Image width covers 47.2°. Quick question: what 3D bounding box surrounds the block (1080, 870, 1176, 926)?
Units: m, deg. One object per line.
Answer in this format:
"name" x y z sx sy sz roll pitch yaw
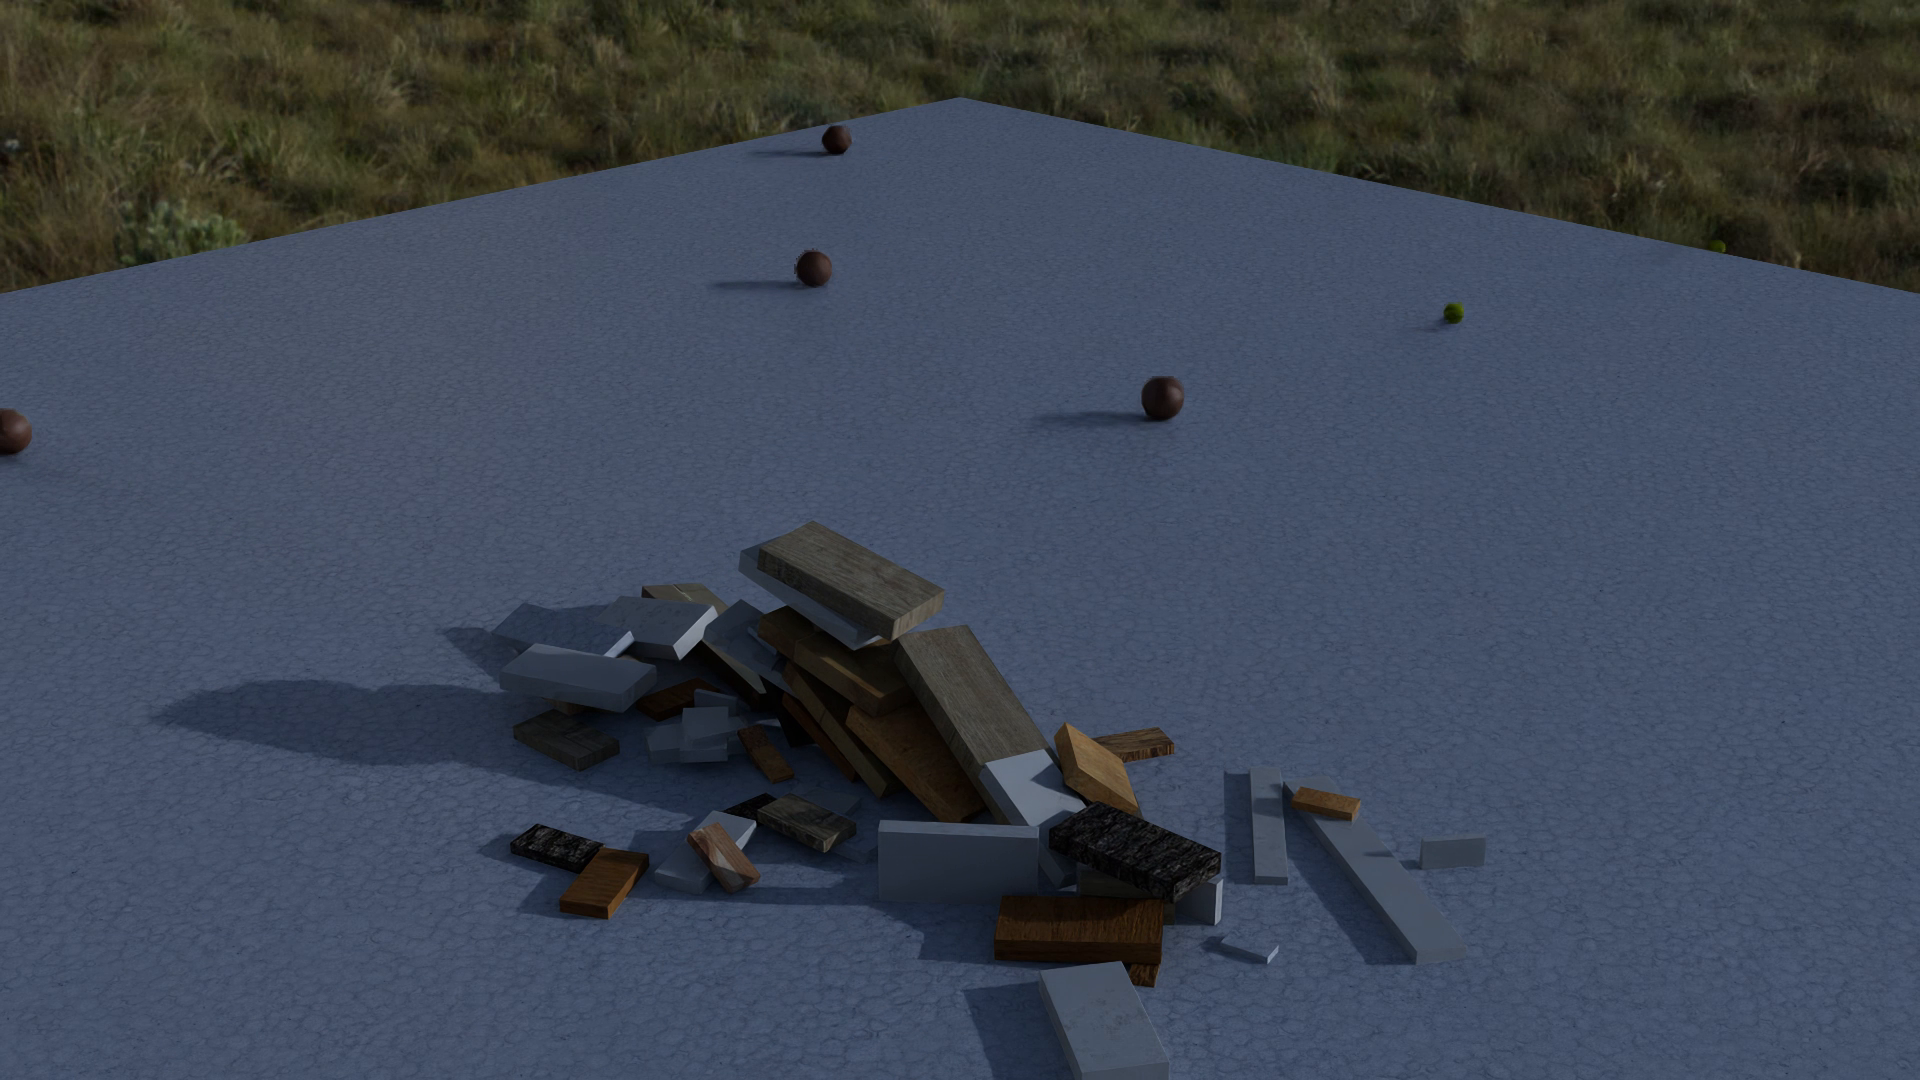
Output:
"block" 0.312 0.664 4.083 0.175 0.088 0.025 3 23 8

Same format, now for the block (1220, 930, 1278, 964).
"block" 0.526 0.740 3.999 0.095 0.013 0.047 14 27 29

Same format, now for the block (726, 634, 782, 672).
"block" -0.438 0.242 4.680 0.105 0.015 0.053 24 38 9

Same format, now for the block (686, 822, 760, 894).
"block" -0.453 0.609 4.216 0.072 0.020 0.143 -17 54 -43

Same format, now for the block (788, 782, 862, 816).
"block" -0.281 0.534 4.476 0.143 0.020 0.072 11 25 23

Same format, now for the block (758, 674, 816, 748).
"block" -0.352 0.322 4.766 0.129 0.037 0.258 -8 57 -32

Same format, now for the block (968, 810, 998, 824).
"block" 0.032 0.577 4.351 0.103 0.015 0.051 -31 36 -27

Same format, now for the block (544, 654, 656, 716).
"block" -0.802 0.321 4.883 0.229 0.032 0.114 -19 30 -37

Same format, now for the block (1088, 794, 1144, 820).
"block" 0.318 0.568 4.386 0.097 0.028 0.194 -2 23 -6

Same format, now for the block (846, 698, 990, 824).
"block" -0.052 0.442 4.497 0.178 0.050 0.356 -19 49 -40

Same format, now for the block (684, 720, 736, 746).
"block" -0.526 0.407 4.634 0.098 0.014 0.049 -11 25 -24

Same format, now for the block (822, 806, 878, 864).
"block" -0.230 0.584 4.352 0.184 0.026 0.092 16 28 33

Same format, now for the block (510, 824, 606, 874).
"block" -0.787 0.604 4.306 0.167 0.024 0.084 12 26 26

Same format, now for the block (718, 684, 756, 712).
"block" -0.480 0.349 4.916 0.059 0.017 0.119 -19 30 -39

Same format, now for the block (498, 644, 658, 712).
"block" -0.839 0.301 4.832 0.306 0.043 0.153 9 25 20

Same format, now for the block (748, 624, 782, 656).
"block" -0.406 0.212 4.715 0.049 0.014 0.098 -11 39 -47

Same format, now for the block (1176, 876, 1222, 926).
"block" 0.406 0.651 4.113 0.176 0.088 0.025 14 27 30

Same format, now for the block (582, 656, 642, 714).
"block" -0.797 0.324 4.958 0.110 0.031 0.221 2 23 5

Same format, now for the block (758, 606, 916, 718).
"block" -0.238 0.238 4.632 0.356 0.050 0.178 32 36 32

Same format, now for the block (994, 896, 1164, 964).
"block" 0.219 0.710 4.013 0.299 0.042 0.149 0 22 8

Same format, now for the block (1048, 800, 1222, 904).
"block" 0.326 0.581 4.114 0.292 0.041 0.146 19 30 38

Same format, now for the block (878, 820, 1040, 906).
"block" -0.003 0.608 4.136 0.299 0.149 0.042 2 23 4

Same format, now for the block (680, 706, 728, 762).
"block" -0.542 0.412 4.674 0.098 0.028 0.195 -2 23 -4

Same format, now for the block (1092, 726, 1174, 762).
"block" 0.363 0.441 4.692 0.167 0.024 0.084 -8 24 -18

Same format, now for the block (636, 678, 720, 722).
"block" -0.627 0.355 4.894 0.167 0.024 0.084 -19 30 -38

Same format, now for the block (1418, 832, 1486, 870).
"block" 0.955 0.603 4.260 0.125 0.063 0.018 -3 23 -6

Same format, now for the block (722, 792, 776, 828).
"block" -0.425 0.554 4.428 0.143 0.020 0.072 -20 30 -38

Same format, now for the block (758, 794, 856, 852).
"block" -0.303 0.558 4.346 0.184 0.026 0.092 19 29 37

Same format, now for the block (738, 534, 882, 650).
"block" -0.284 0.101 4.695 0.360 0.051 0.180 32 36 32

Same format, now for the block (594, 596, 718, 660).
"block" -0.720 0.203 5.102 0.306 0.043 0.153 4 38 38

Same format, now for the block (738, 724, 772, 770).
"block" -0.427 0.438 4.660 0.053 0.015 0.105 -12 48 -27

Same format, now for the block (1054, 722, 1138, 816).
"block" 0.271 0.466 4.429 0.146 0.041 0.292 34 9 -9

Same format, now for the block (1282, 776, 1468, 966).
"block" 0.790 0.626 4.251 0.097 0.028 0.645 -6 24 -13

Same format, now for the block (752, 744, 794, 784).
"block" -0.392 0.469 4.605 0.049 0.014 0.098 -14 42 -29

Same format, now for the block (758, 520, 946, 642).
"block" -0.231 0.083 4.642 0.360 0.051 0.180 27 34 26

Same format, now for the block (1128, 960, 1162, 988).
"block" 0.332 0.766 3.938 0.047 0.013 0.095 5 24 12

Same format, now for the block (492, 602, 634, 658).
"block" -0.923 0.224 5.098 0.371 0.032 0.114 11 45 38

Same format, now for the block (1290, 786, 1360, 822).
"block" 0.735 0.530 4.419 0.125 0.018 0.063 10 25 23

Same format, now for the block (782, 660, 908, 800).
"block" -0.198 0.371 4.613 0.178 0.050 0.356 -18 56 -40

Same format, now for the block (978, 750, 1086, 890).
"block" 0.175 0.537 4.256 0.146 0.041 0.292 -9 48 -35

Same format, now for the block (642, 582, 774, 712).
"block" -0.536 0.239 5.080 0.153 0.043 0.713 -3 19 -29

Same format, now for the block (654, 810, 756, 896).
"block" -0.492 0.606 4.271 0.098 0.028 0.219 10 31 23

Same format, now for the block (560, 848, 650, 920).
"block" -0.676 0.652 4.188 0.098 0.028 0.195 6 24 14

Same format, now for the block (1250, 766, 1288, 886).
"block" 0.616 0.567 4.402 0.063 0.018 0.433 2 23 5

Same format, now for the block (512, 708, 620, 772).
"block" -0.844 0.428 4.712 0.221 0.031 0.110 19 30 38

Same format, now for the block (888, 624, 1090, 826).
"block" 0.065 0.396 4.450 0.180 0.051 0.567 -7 46 -34

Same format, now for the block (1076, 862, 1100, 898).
"block" 0.307 0.651 4.115 0.176 0.088 0.025 6 24 13

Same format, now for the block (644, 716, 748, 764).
"block" -0.560 0.428 4.713 0.221 0.031 0.110 -6 24 -14

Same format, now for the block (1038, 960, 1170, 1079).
"block" 0.242 0.828 3.755 0.149 0.042 0.299 -5 23 -11

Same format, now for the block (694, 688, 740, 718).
"block" -0.535 0.363 4.838 0.105 0.053 0.015 10 25 23

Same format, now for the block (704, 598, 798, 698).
"block" -0.411 0.234 4.742 0.258 0.037 0.129 31 40 17

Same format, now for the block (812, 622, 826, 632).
"block" -0.288 0.133 4.717 0.092 0.026 0.184 -2 33 -20

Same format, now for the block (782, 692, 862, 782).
"block" -0.250 0.397 4.663 0.129 0.037 0.258 -18 50 -37
